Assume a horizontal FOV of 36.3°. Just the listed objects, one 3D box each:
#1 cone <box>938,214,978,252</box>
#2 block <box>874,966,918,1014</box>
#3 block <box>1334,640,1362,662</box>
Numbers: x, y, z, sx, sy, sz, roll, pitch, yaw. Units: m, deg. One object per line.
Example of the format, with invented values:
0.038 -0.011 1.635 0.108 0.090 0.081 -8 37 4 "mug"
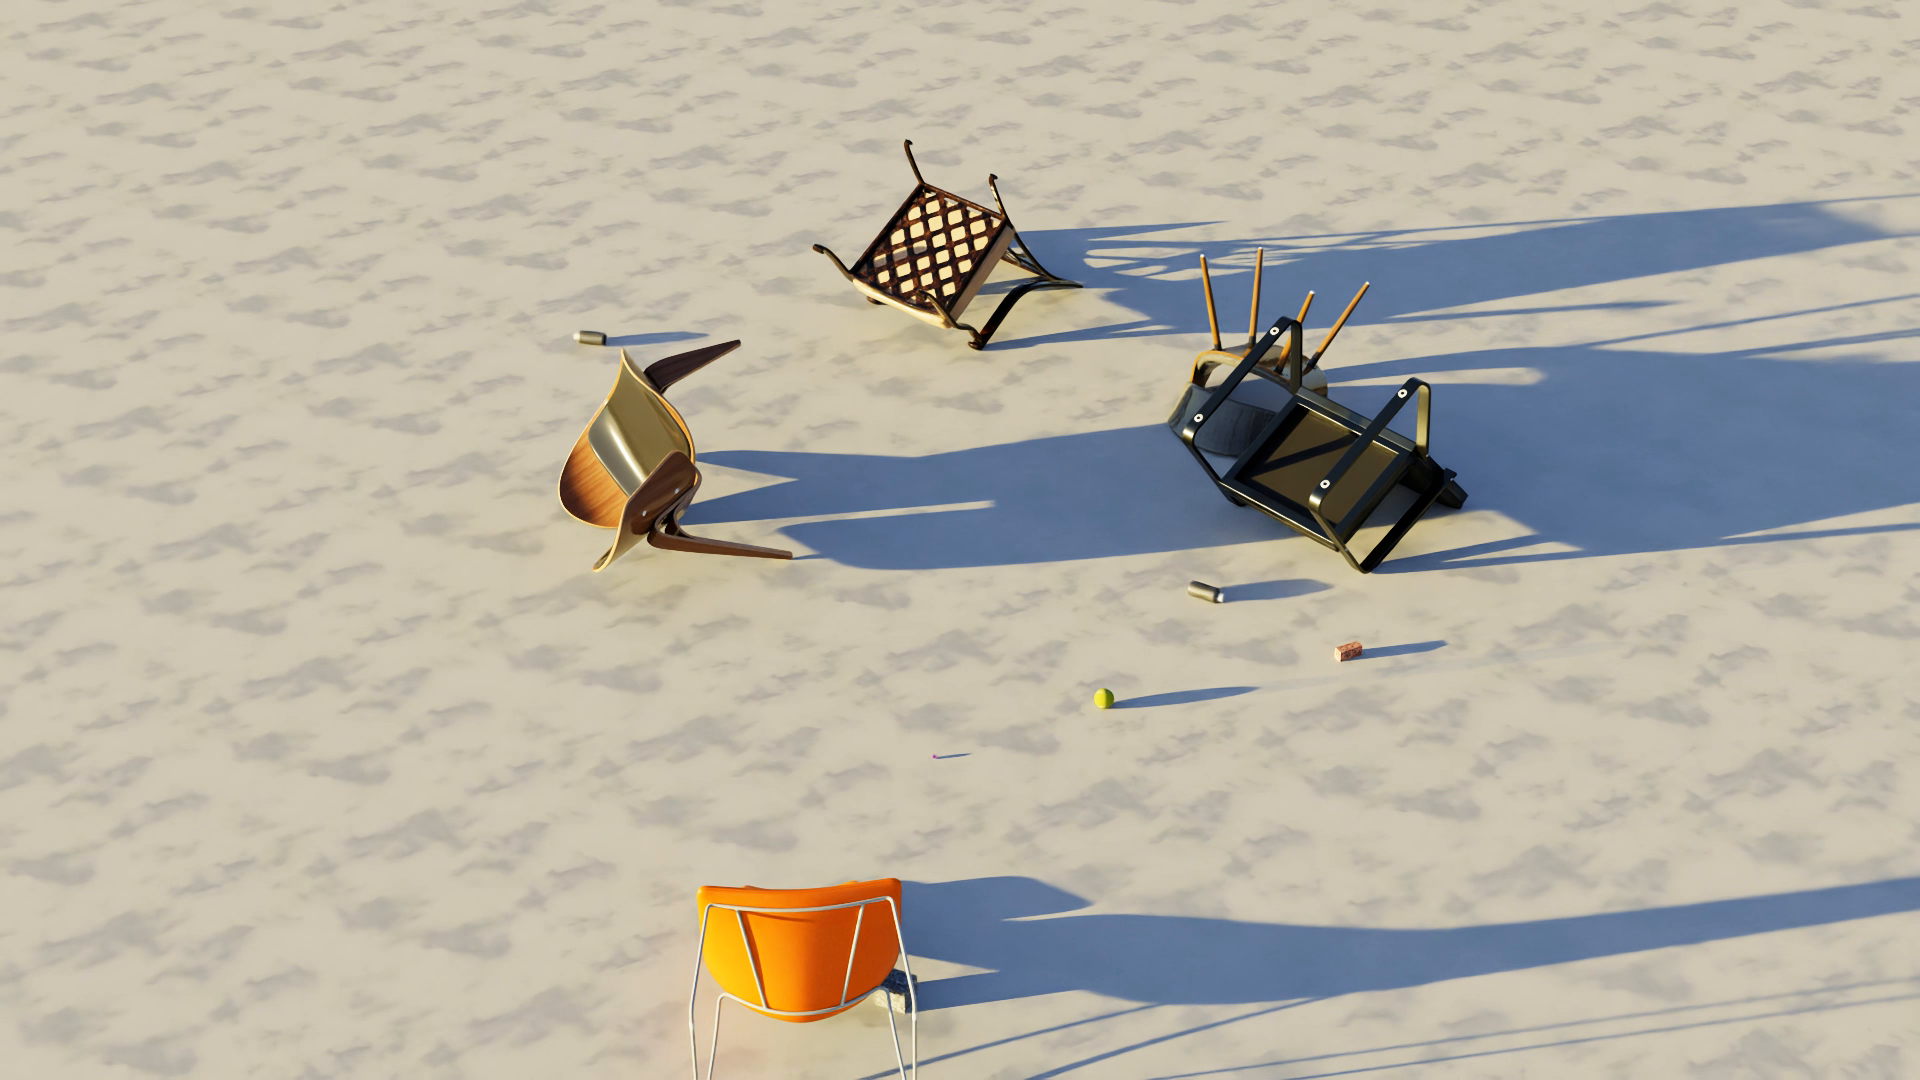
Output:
-0.045 -1.347 12.916 0.215 0.133 0.171 32 -12 -24 "cone"
-0.192 1.353 8.818 0.098 0.080 0.088 14 36 21 "block"
1.367 0.391 10.313 0.091 0.041 0.034 -16 37 -23 "block"
